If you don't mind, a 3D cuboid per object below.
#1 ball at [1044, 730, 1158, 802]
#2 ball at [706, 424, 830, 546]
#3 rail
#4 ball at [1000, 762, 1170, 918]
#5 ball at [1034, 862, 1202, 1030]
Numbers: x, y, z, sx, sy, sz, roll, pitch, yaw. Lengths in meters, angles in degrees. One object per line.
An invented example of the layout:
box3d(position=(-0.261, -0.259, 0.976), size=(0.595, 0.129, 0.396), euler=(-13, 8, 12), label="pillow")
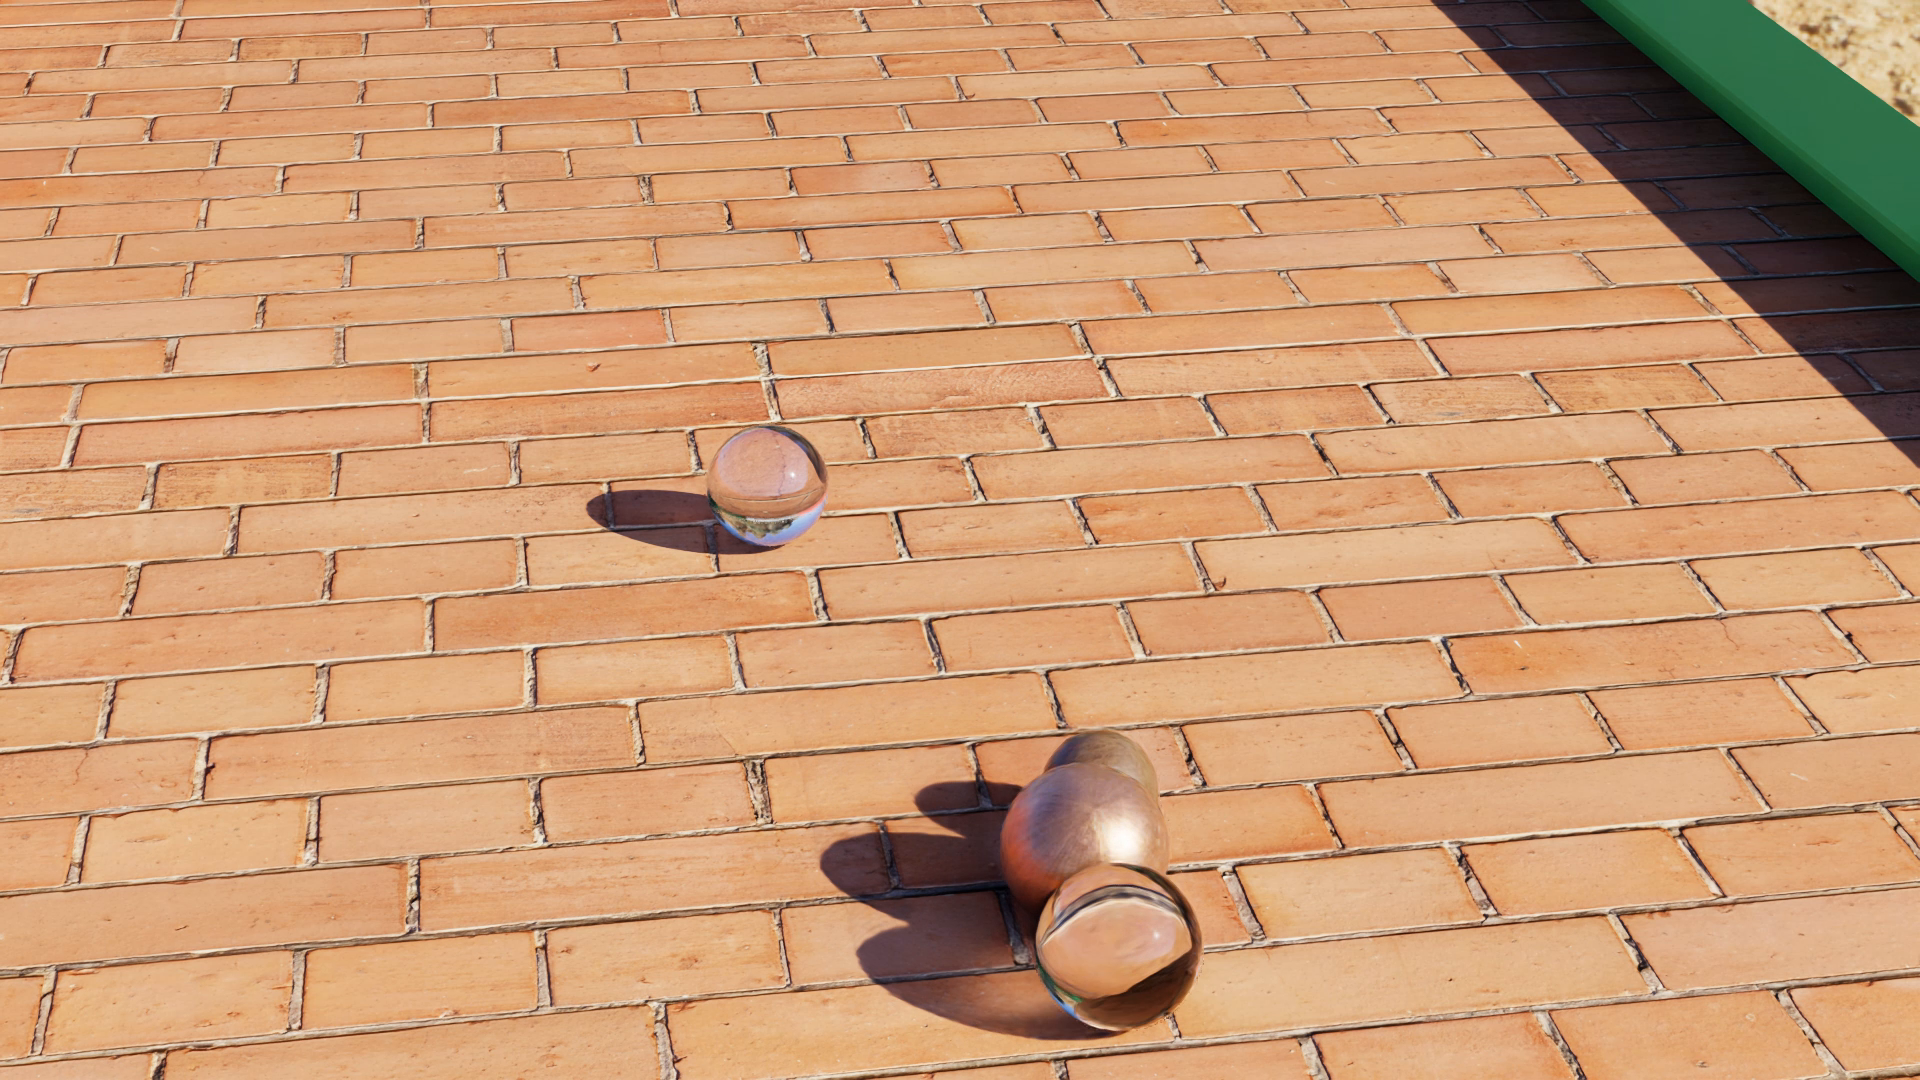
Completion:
box3d(position=(0.077, 0.136, 1.615), size=(0.065, 0.065, 0.065), euler=(0, 27, 0), label="ball")
box3d(position=(-0.127, -0.036, 1.936), size=(0.081, 0.081, 0.081), euler=(0, 27, 0), label="ball")
box3d(position=(0.689, -0.427, 2.664), size=(0.045, 0.116, 3.154), euler=(-4, 27, -8), label="rail")
box3d(position=(0.065, 0.161, 1.539), size=(0.089, 0.089, 0.089), euler=(0, 27, 0), label="ball")
box3d(position=(0.079, 0.202, 1.465), size=(0.084, 0.084, 0.084), euler=(0, 27, 0), label="ball")
